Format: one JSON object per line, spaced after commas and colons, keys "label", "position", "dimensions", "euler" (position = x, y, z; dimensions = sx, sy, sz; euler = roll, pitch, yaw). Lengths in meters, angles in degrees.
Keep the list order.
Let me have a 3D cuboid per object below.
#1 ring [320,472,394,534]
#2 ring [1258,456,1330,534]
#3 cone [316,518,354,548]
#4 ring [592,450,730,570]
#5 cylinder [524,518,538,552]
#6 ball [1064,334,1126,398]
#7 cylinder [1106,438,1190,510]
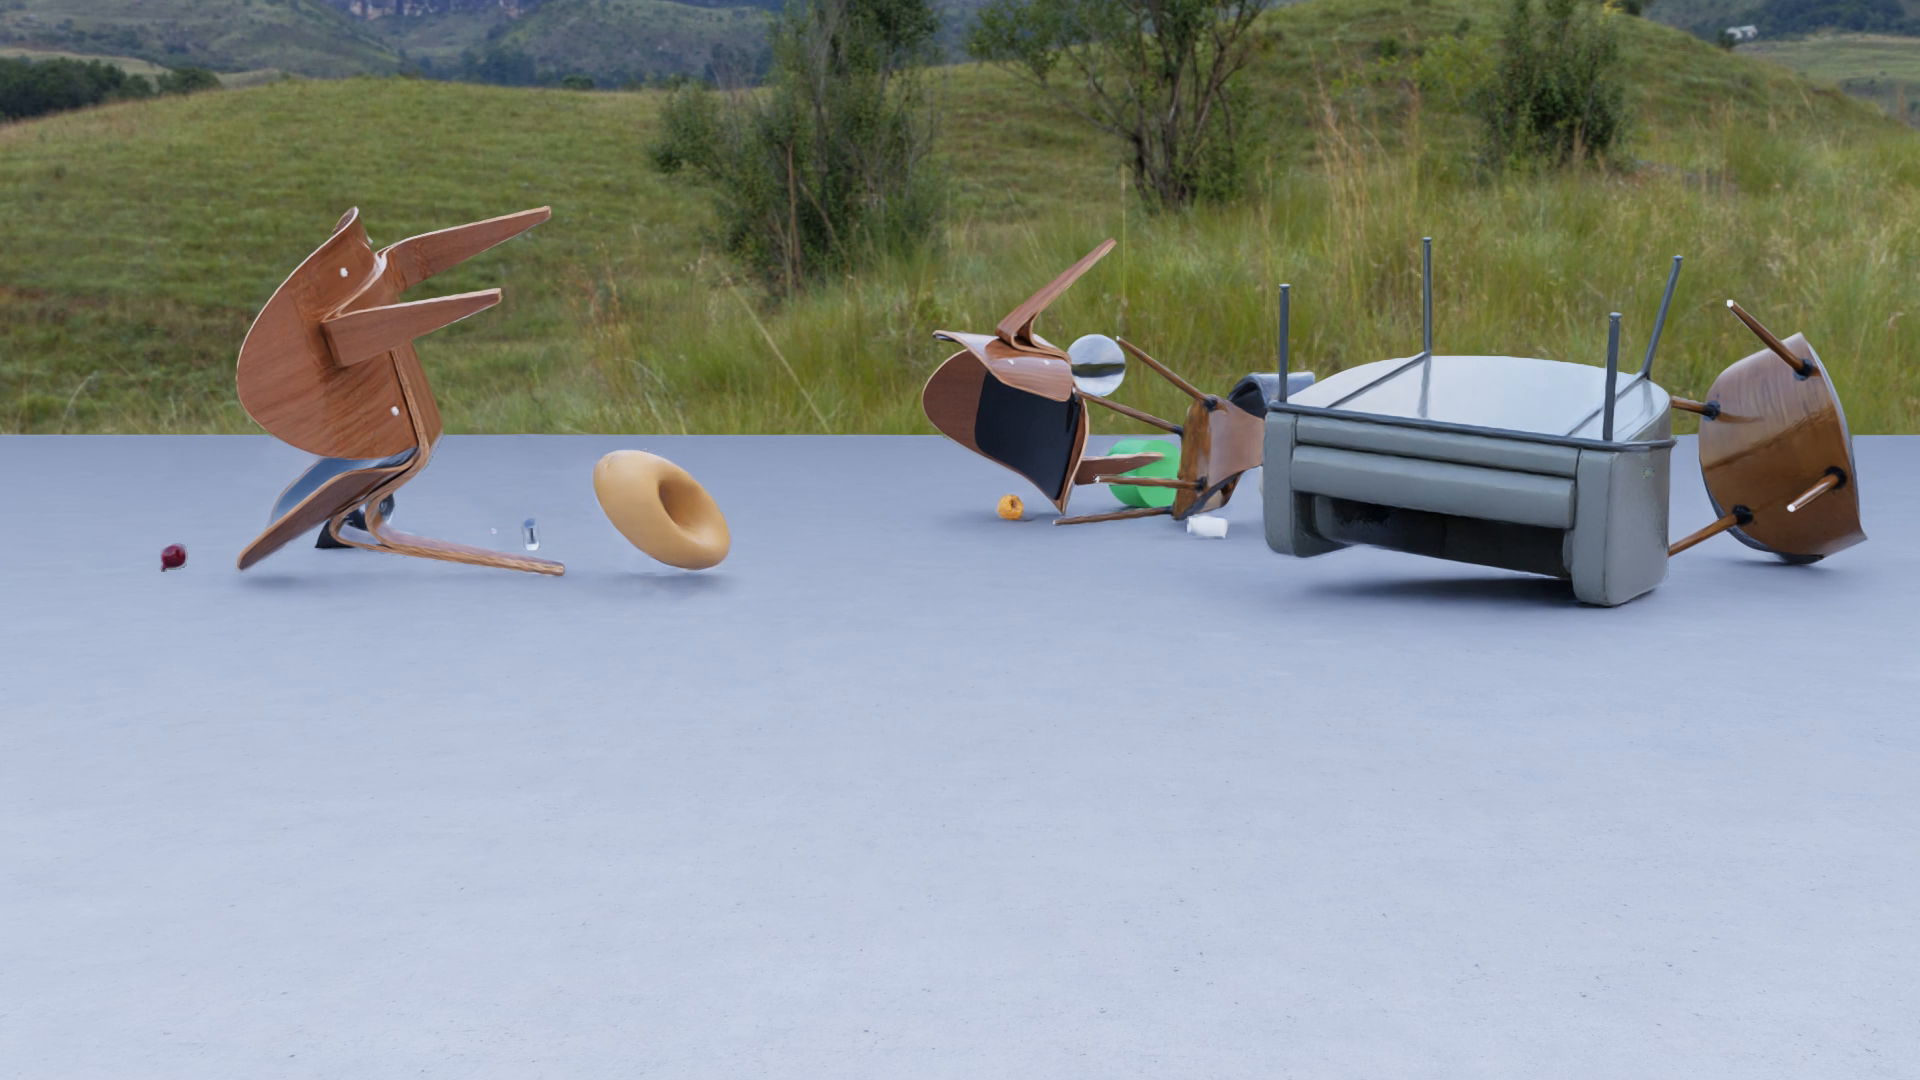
{"label": "ring", "position": [-1.716, -0.107, 6.270], "dimensions": [0.212, 0.183, 0.105], "euler": [12, -25, -43]}
{"label": "ring", "position": [1.028, -0.138, 6.762], "dimensions": [0.092, 0.272, 0.264], "euler": [-35, 36, -23]}
{"label": "cone", "position": [-1.755, 0.002, 6.208], "dimensions": [0.095, 0.094, 0.162], "euler": [27, -10, -10]}
{"label": "ring", "position": [-0.699, -0.069, 5.174], "dimensions": [0.160, 0.198, 0.448], "euler": [-2, -30, 31]}
{"label": "cylinder", "position": [-1.190, -0.015, 6.100], "dimensions": [0.034, 0.073, 0.058], "euler": [-4, 32, -4]}
{"label": "ball", "position": [0.509, -0.659, 8.319], "dimensions": [0.239, 0.239, 0.239], "euler": [0, 4, 0]}
{"label": "cylinder", "position": [0.702, -0.249, 8.271], "dimensions": [0.215, 0.263, 0.305], "euler": [-18, 9, -15]}
